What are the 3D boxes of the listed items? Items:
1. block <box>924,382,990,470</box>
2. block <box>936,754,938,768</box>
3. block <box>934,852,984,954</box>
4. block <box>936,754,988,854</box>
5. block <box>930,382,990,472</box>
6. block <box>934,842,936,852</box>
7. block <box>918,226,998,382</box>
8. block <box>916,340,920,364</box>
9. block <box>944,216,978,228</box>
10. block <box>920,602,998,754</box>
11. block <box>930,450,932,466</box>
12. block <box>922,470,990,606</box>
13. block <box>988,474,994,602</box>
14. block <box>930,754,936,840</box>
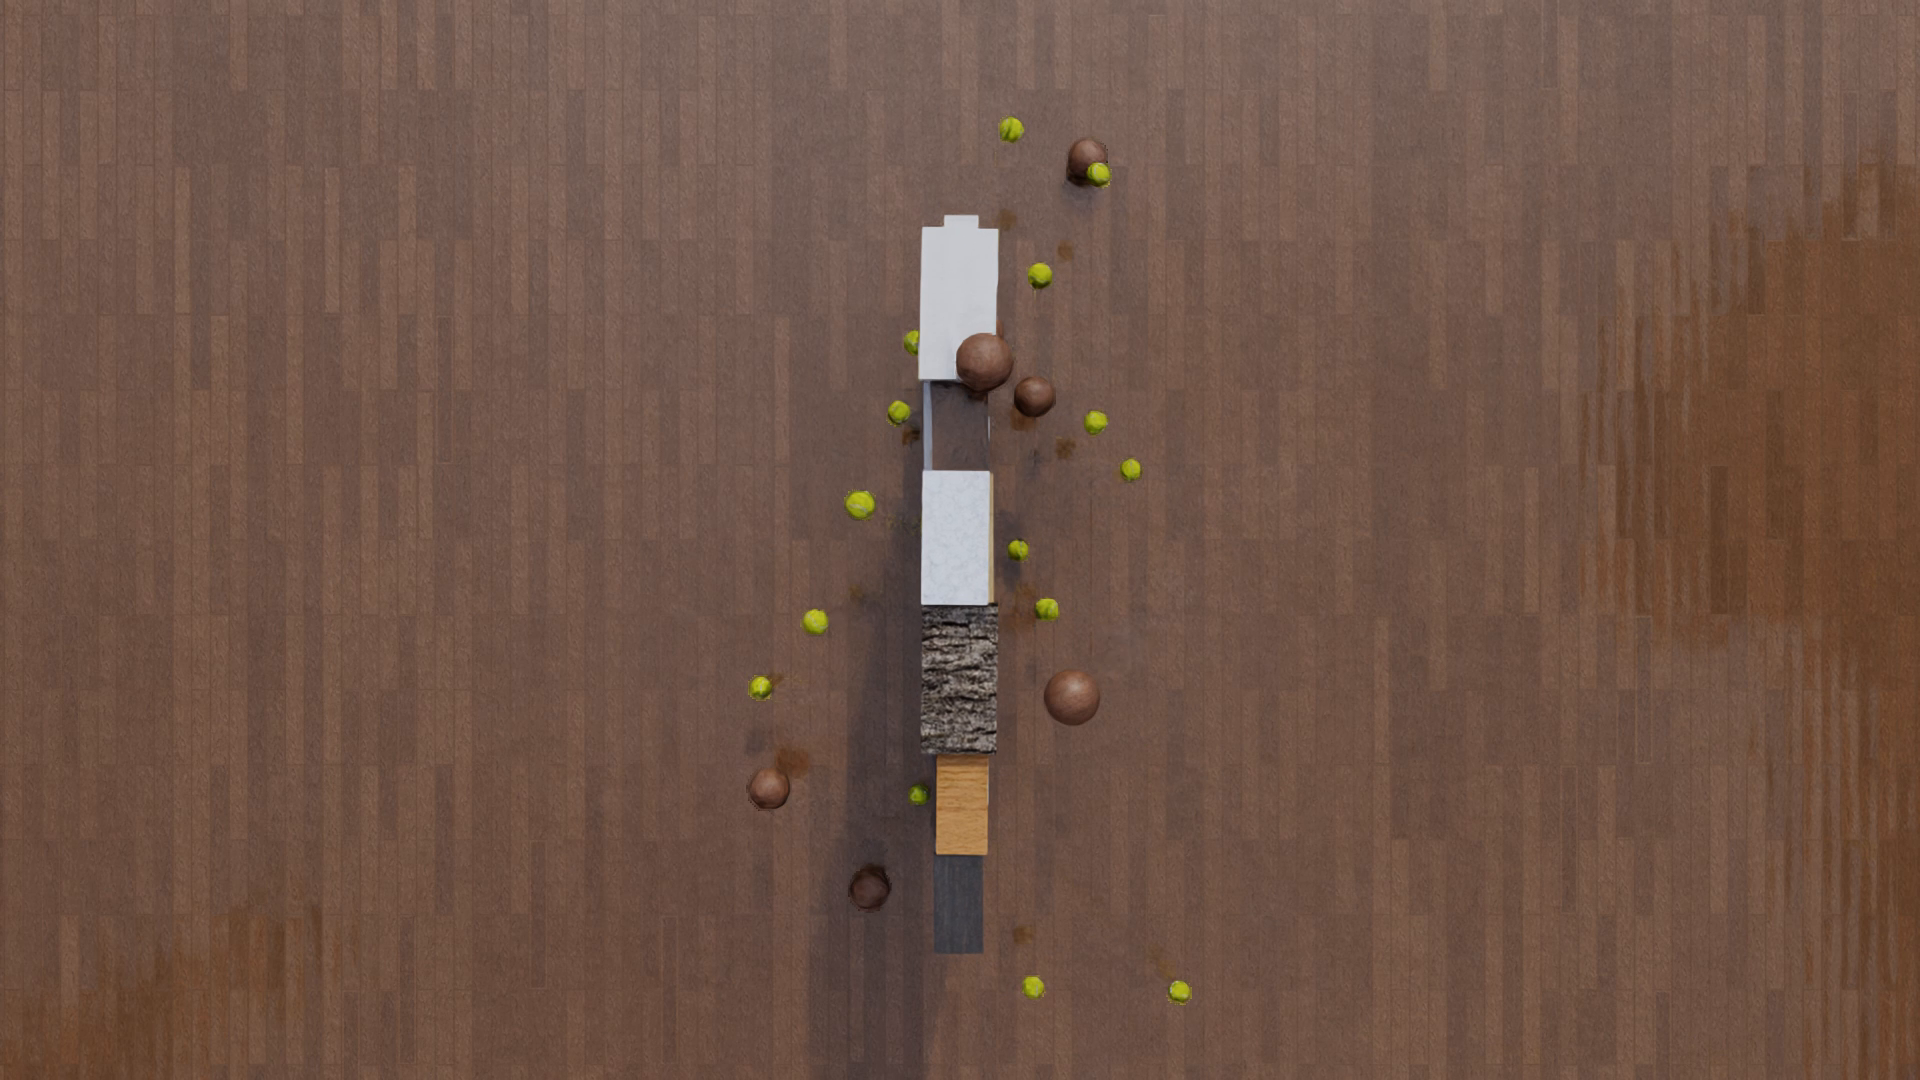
[{"bbox_3d":[-0.009,-0.329,4.137,0.163,0.046,0.327,-1,90,0],"label":"block"},{"bbox_3d":[0.004,0.523,3.975,0.118,0.237,0.034,0,93,0],"label":"block"},{"bbox_3d":[-0.004,0.847,3.849,0.115,0.033,0.230,0,90,0],"label":"block"},{"bbox_3d":[0.005,0.611,3.840,0.118,0.034,0.237,1,91,0],"label":"block"},{"bbox_3d":[0.000,-0.280,3.830,0.132,0.037,0.264,-2,90,0],"label":"block"},{"bbox_3d":[-0.004,0.765,3.982,0.115,0.230,0.033,0,94,0],"label":"block"},{"bbox_3d":[-0.003,-0.533,3.744,0.172,0.049,0.344,1,89,0],"label":"block"},{"bbox_3d":[-0.013,-0.457,3.940,0.172,0.344,0.049,-3,98,0],"label":"block"},{"bbox_3d":[0.003,-0.862,4.908,0.101,0.029,0.203,0,89,0],"label":"block"},{"bbox_3d":[-0.002,0.318,3.818,0.174,0.049,0.347,1,90,0],"label":"block"},{"bbox_3d":[-0.004,-0.199,3.981,0.132,0.264,0.037,-2,92,0],"label":"block"},{"bbox_3d":[-0.010,-0.005,3.765,0.152,0.043,0.304,1,90,0],"label":"block"},{"bbox_3d":[-0.004,0.008,4.115,0.173,0.049,0.346,0,90,0],"label":"block"},{"bbox_3d":[-0.004,0.605,4.114,0.139,0.039,0.278,0,91,0],"label":"block"}]
